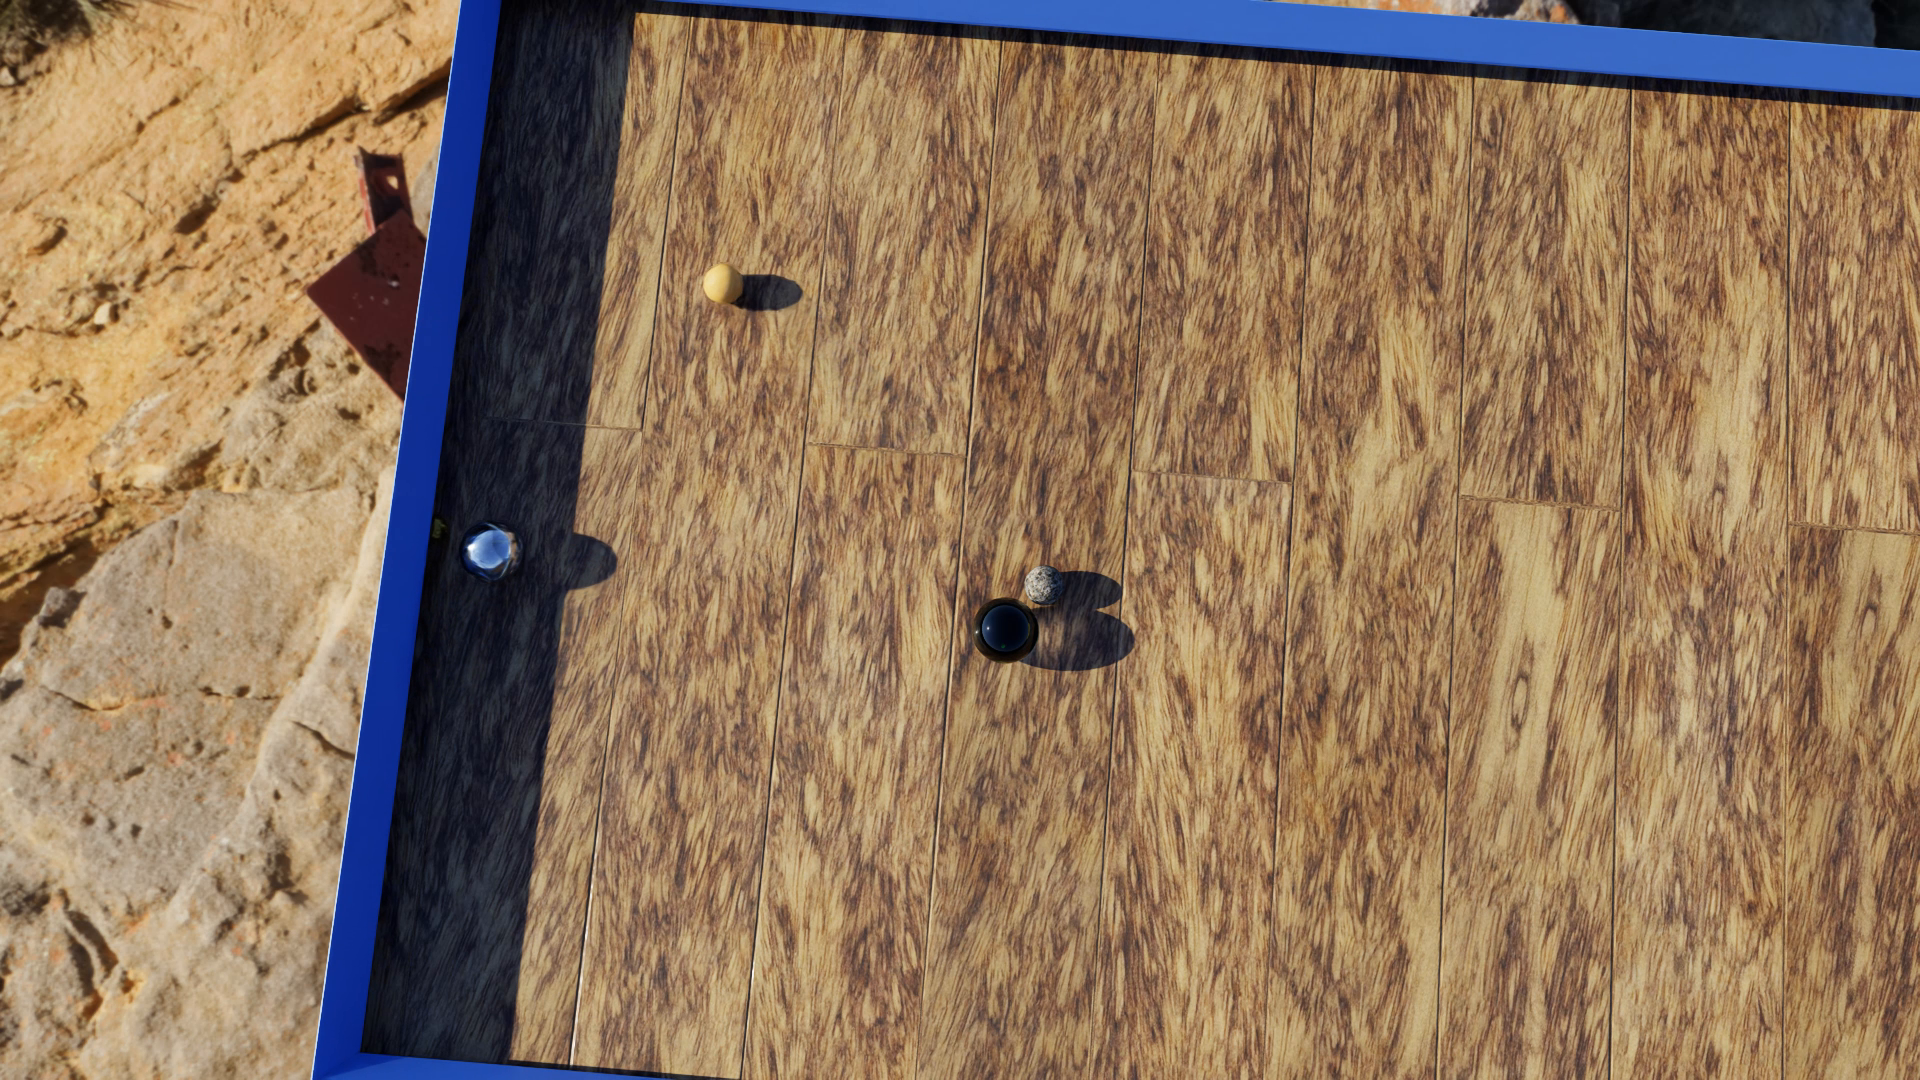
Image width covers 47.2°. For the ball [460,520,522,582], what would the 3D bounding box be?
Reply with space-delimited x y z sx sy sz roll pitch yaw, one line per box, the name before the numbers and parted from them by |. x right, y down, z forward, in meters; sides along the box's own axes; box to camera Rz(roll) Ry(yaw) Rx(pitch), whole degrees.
ball | -0.701 0.018 3.287 0.093 0.093 0.093 0 78 0

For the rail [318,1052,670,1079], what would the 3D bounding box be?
rail | 0.762 0.880 3.089 3.334 0.129 0.045 5 78 1

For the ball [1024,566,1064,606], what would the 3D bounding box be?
ball | 0.126 0.068 3.293 0.061 0.061 0.061 0 78 0

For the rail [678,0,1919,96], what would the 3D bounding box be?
rail | 0.900 -0.758 3.428 3.334 0.129 0.045 5 78 1

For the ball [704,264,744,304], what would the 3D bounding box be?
ball | -0.364 -0.394 3.388 0.061 0.061 0.061 0 78 0

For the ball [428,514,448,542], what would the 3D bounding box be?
ball | -0.793 -0.018 3.321 0.040 0.040 0.040 0 78 0

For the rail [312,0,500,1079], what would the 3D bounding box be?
rail | -0.807 -0.072 3.286 0.045 0.129 1.726 5 78 1

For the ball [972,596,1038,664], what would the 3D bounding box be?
ball | 0.067 0.134 3.259 0.099 0.099 0.099 0 78 0
